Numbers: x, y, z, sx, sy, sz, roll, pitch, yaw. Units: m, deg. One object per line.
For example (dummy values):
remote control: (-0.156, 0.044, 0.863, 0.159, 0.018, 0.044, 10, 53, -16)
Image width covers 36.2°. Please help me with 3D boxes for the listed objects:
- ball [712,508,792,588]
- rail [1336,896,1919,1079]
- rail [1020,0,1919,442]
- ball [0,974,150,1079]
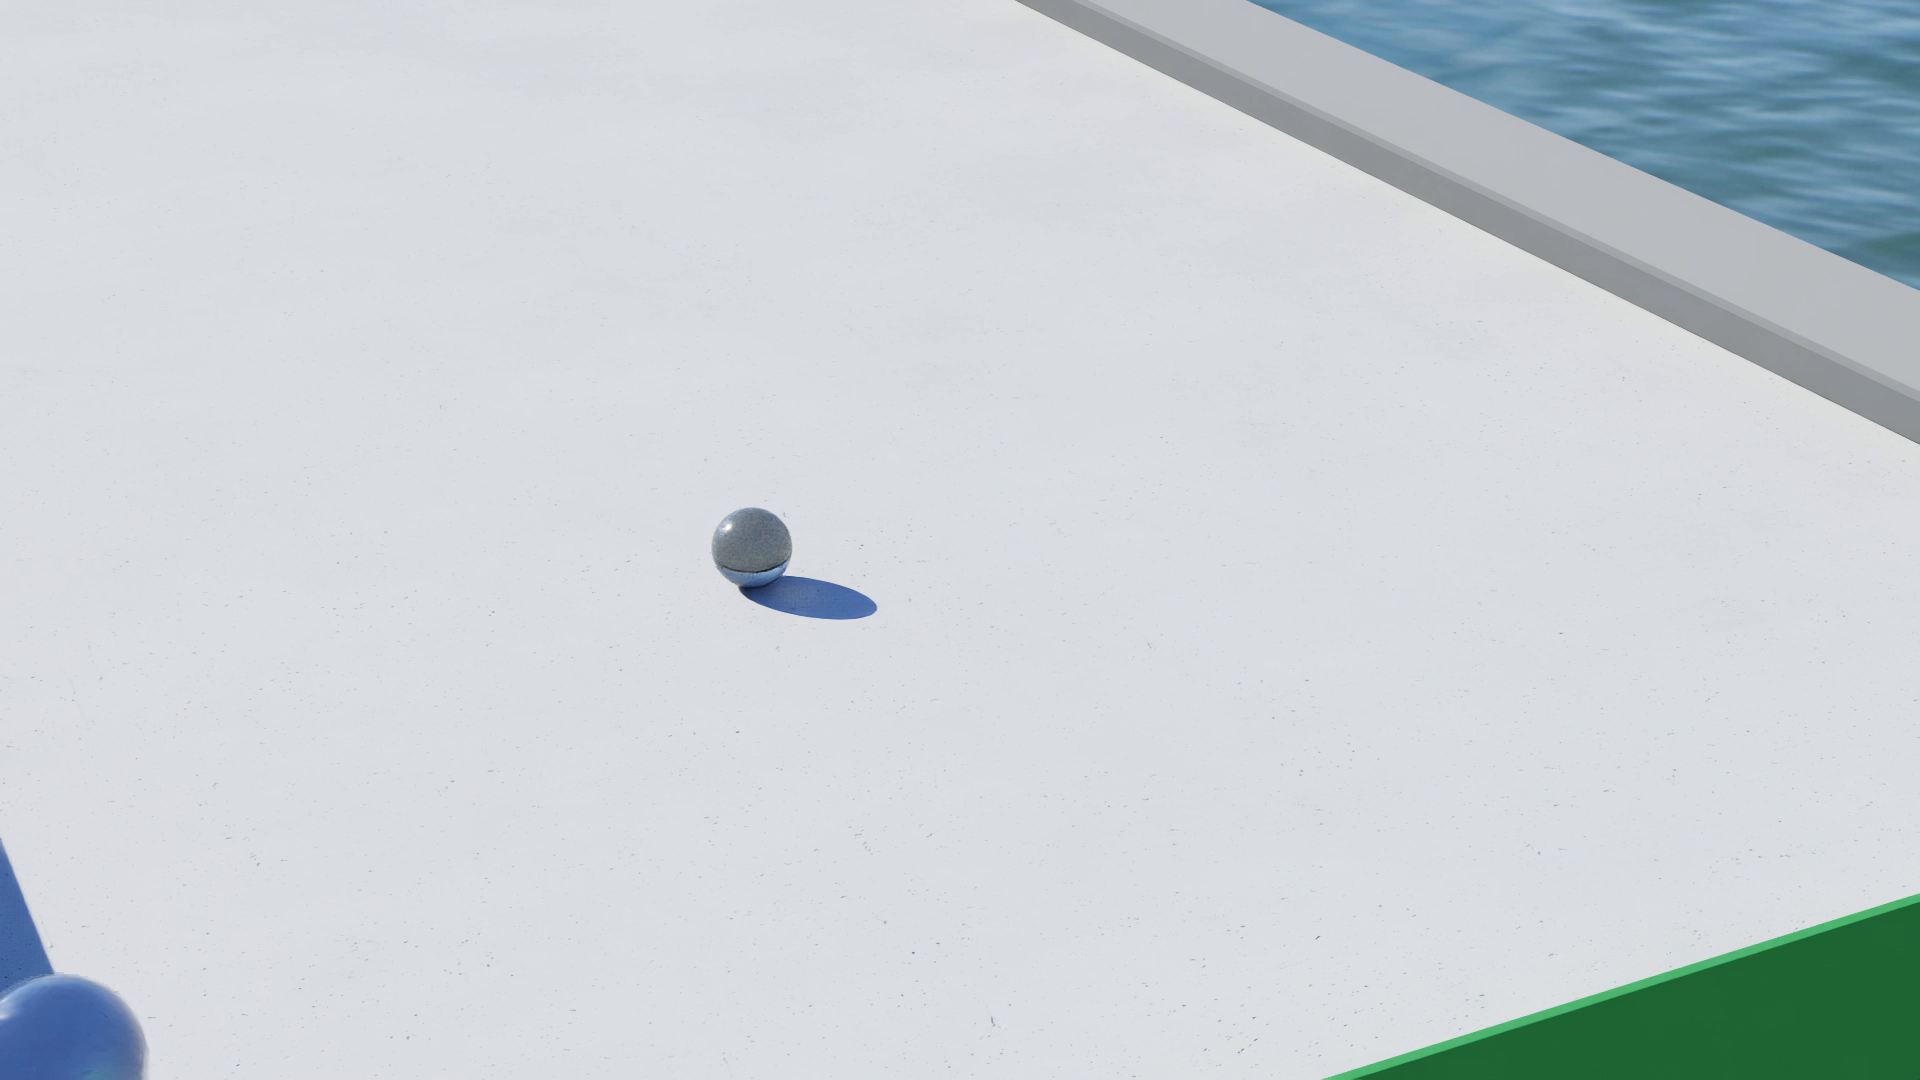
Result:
ball: (-0.150, 0.006, 2.116, 0.058, 0.058, 0.058, 0, 25, 0)
rail: (0.341, 0.260, 1.491, 1.611, 0.121, 0.045, -12, 27, -24)
rail: (0.348, -0.468, 3.061, 0.045, 0.121, 3.136, -12, 27, -24)
ball: (-0.463, 0.269, 1.506, 0.093, 0.093, 0.093, 0, 25, 0)
